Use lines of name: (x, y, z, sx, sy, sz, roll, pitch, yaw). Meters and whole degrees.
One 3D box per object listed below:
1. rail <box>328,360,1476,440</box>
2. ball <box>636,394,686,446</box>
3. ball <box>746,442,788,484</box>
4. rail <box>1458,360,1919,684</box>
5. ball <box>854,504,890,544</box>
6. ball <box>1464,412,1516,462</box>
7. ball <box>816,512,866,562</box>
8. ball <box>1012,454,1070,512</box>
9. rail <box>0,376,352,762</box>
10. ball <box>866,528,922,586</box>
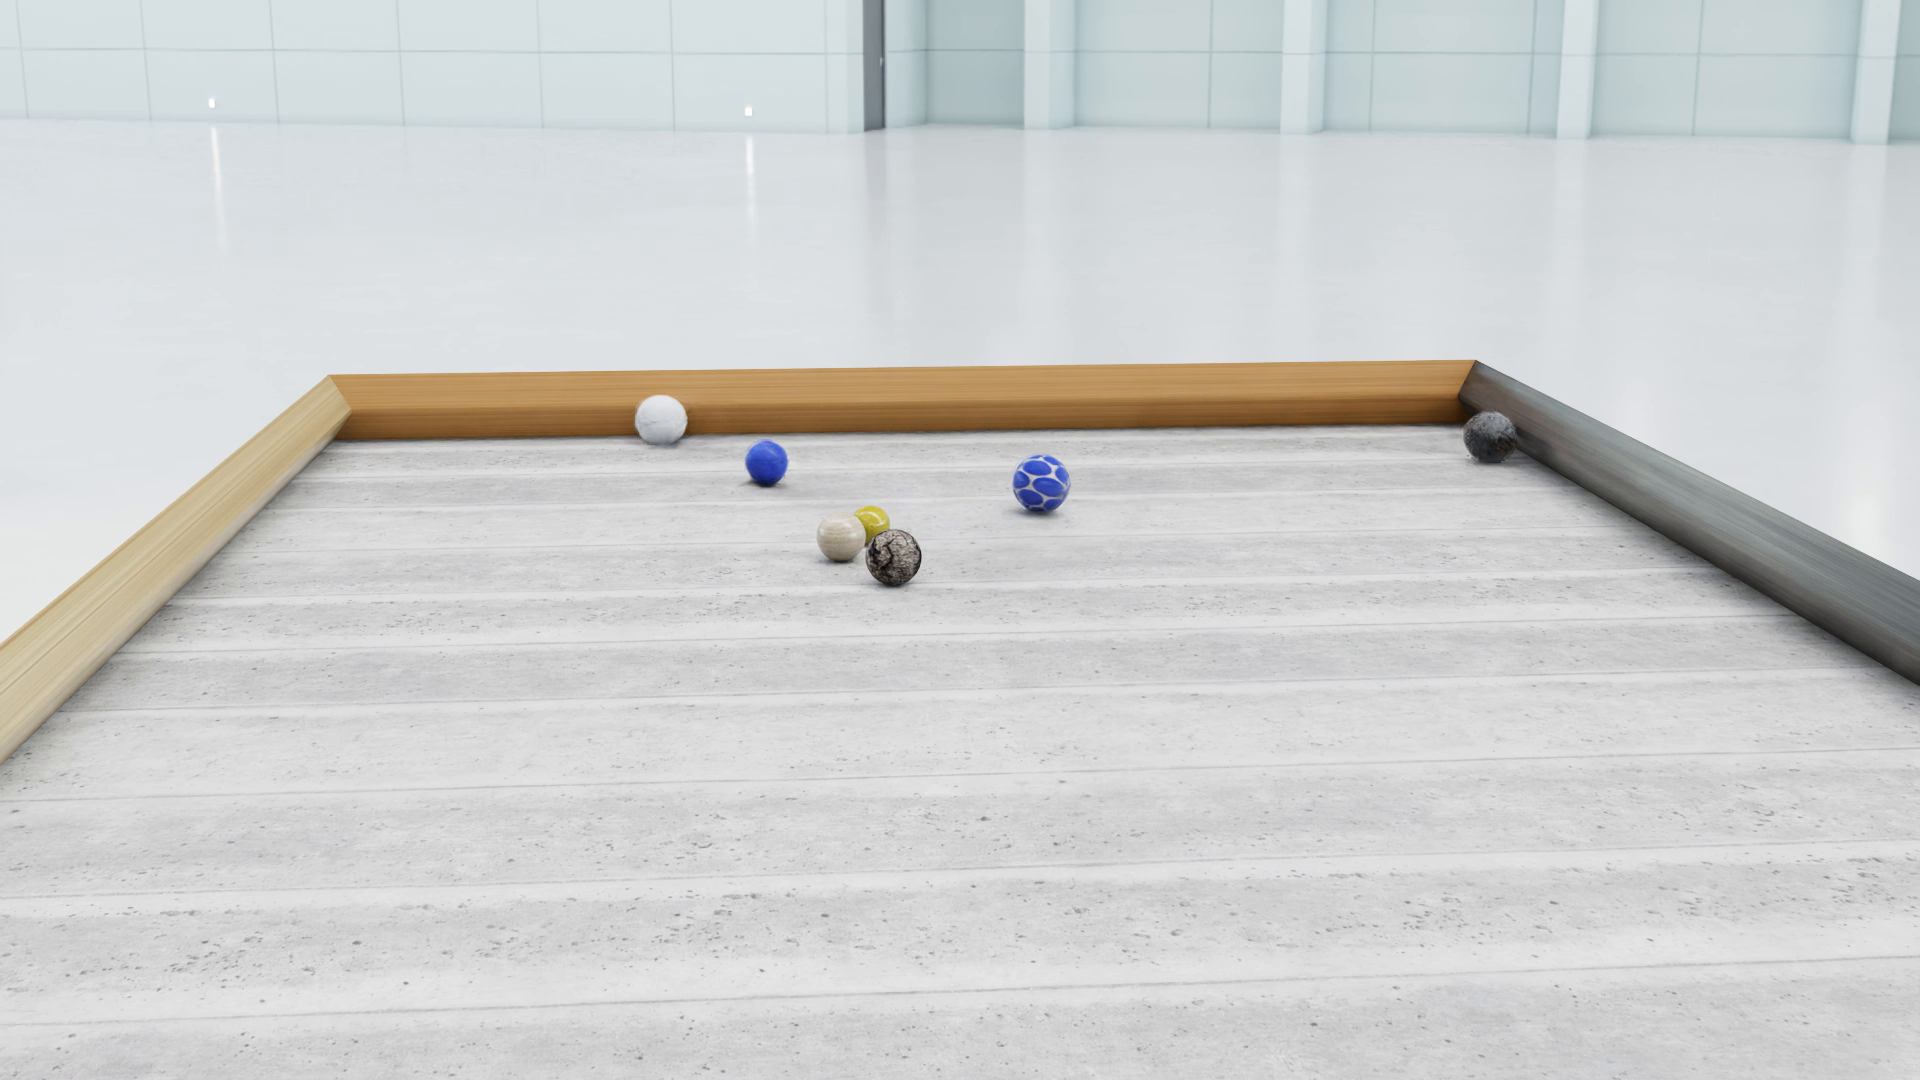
rail: (-0.080, -0.249, 3.935, 2.064, 0.115, 0.045, -1, 14, -5)
ball: (-0.520, -0.209, 3.830, 0.089, 0.089, 0.089, 0, 14, 0)
ball: (-0.308, -0.123, 3.515, 0.070, 0.070, 0.070, 0, 14, 0)
rail: (1.087, 0.193, 2.101, 0.045, 0.115, 4.001, -1, 14, -5)
ball: (-0.127, -0.021, 3.119, 0.057, 0.057, 0.057, 0, 14, 0)
ball: (0.888, -0.173, 3.686, 0.086, 0.086, 0.086, 0, 14, 0)
ball: (-0.164, -0.005, 3.026, 0.068, 0.068, 0.068, 0, 14, 0)
ball: (0.123, -0.085, 3.317, 0.088, 0.088, 0.088, 0, 14, 0)
rail: (-0.923, 0.232, 1.939, 0.045, 0.115, 4.001, -1, 14, -5)
ball: (-0.088, 0.023, 2.900, 0.075, 0.075, 0.075, 0, 14, 0)
